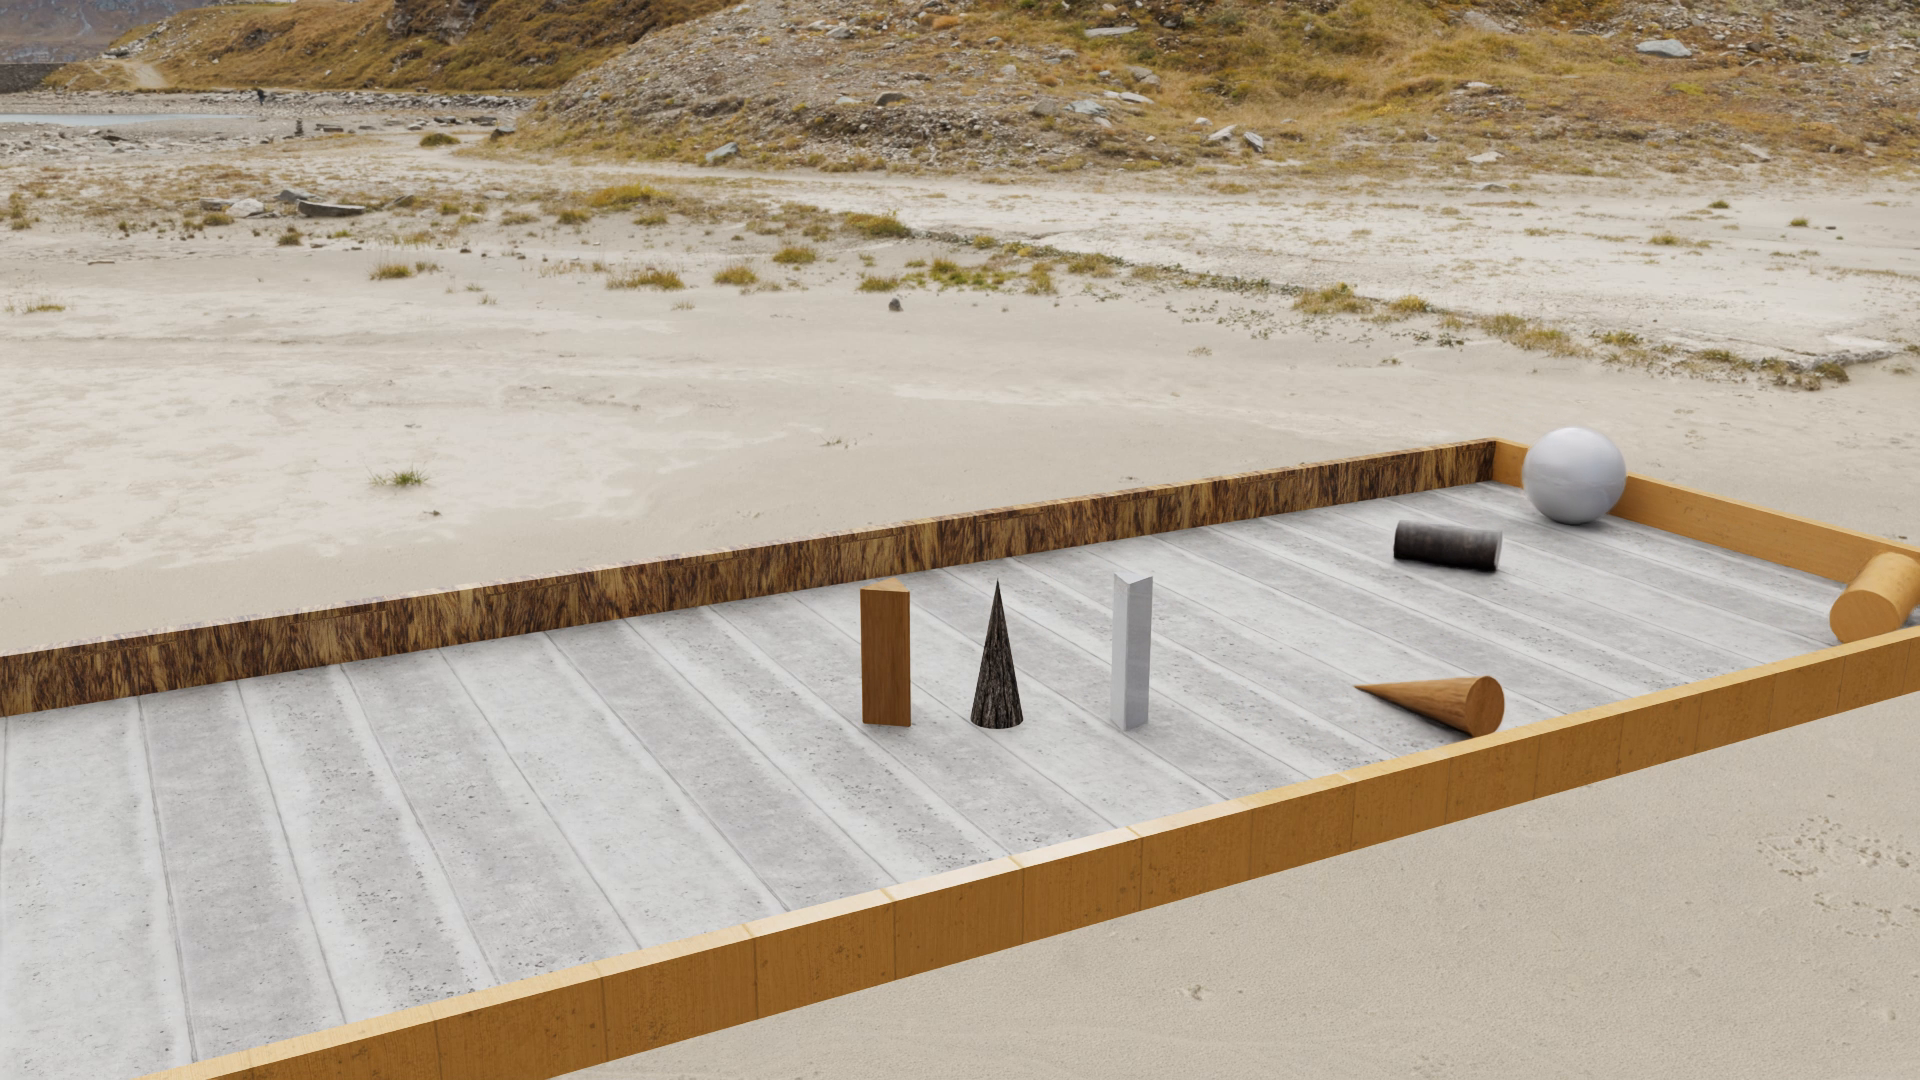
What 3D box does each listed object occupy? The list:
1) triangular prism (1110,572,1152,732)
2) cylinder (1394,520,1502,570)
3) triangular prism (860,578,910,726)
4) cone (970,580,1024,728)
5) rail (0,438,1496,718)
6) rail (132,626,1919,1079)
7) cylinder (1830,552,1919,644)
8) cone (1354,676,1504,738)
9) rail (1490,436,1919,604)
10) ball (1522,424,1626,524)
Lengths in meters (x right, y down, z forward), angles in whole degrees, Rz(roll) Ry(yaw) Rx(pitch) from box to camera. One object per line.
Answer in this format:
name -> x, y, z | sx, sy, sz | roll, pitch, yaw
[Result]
triangular prism -> 0.386, 0.256, 3.844 | 0.076, 0.361, 0.088 | 15, 22, 42
cylinder -> 1.504, 0.017, 5.090 | 0.303, 0.118, 0.118 | 8, 18, 25
triangular prism -> -0.164, 0.261, 3.878 | 0.115, 0.332, 0.100 | 3, 17, 10
cone -> 0.087, 0.255, 3.863 | 0.126, 0.353, 0.126 | 0, 16, 0
rail -> -3.305, 0.497, 3.399 | 12.000, 0.150, 0.050 | -9, 18, -27
rail -> -2.336, 1.006, 1.665 | 12.000, 0.150, 0.050 | -9, 18, -27
cylinder -> 2.511, 0.163, 4.509 | 0.164, 0.164, 0.430 | 12, 20, 36
cone -> 1.092, 0.375, 3.952 | 0.144, 0.144, 0.398 | -11, 10, -34
rail -> 2.466, -0.048, 5.253 | 0.050, 0.150, 2.100 | -9, 18, -27
ball -> 2.052, -0.220, 5.520 | 0.329, 0.329, 0.329 | 0, 16, 0
